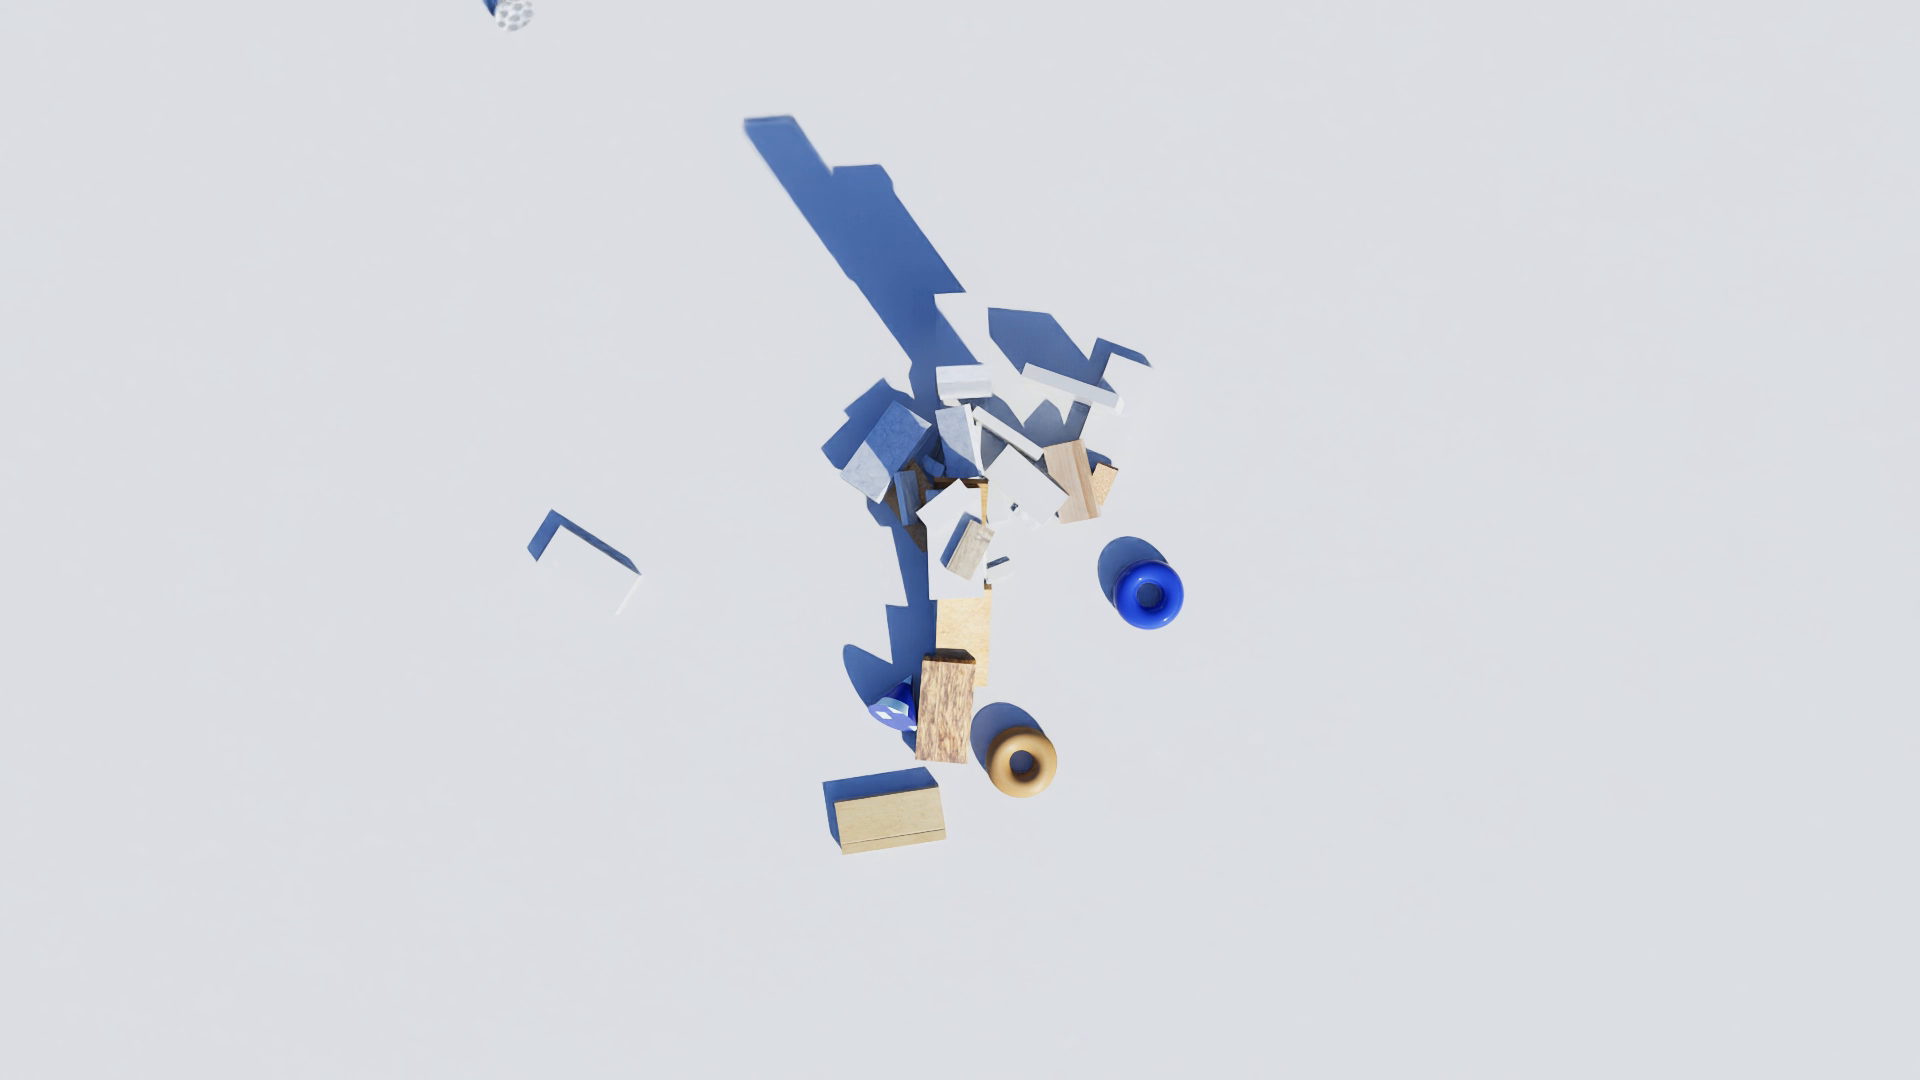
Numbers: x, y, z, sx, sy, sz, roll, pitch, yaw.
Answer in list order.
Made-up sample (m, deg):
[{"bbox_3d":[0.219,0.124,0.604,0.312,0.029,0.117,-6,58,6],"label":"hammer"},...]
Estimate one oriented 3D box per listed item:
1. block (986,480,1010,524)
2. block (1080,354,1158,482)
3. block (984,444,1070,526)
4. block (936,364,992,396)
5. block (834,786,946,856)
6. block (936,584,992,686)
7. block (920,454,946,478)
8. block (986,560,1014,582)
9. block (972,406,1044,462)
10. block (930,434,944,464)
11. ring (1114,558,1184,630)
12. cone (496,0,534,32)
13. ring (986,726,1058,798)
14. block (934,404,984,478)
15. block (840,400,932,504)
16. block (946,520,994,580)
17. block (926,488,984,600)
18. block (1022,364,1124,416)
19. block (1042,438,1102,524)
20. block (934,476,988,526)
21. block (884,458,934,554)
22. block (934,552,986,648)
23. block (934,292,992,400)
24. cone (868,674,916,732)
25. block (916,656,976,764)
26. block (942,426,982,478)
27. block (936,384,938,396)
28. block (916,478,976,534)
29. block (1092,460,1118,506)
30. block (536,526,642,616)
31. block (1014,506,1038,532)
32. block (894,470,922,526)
[{"bbox_3d":[0.115,-0.128,5.490,0.071,0.020,0.142,-13,90,0],"label":"block"},{"bbox_3d":[0.507,-0.406,5.477,0.162,0.046,0.395,21,90,0],"label":"block"},{"bbox_3d":[0.220,-0.181,5.441,0.263,0.037,0.131,41,101,5],"label":"block"},{"bbox_3d":[0.013,-0.481,4.967,0.162,0.325,0.046,-3,88,0],"label":"block"},{"bbox_3d":[-0.229,0.929,5.475,0.348,0.049,0.174,-9,90,0],"label":"block"},{"bbox_3d":[0.010,0.311,5.410,0.174,0.049,0.348,2,112,-1],"label":"block"},{"bbox_3d":[-0.089,-0.242,5.457,0.092,0.013,0.046,32,101,29],"label":"block"},{"bbox_3d":[0.132,0.105,5.493,0.092,0.013,0.046,-22,90,0],"label":"block"},{"bbox_3d":[0.155,-0.349,5.434,0.263,0.131,0.037,34,90,0],"label":"block"},{"bbox_3d":[-0.050,-0.307,5.490,0.071,0.020,0.172,22,90,0],"label":"block"},{"bbox_3d":[0.625,0.181,5.462,0.237,0.079,0.237,0,91,1],"label":"ring"},{"bbox_3d":[-1.505,-1.783,5.471,0.131,0.131,0.131,-36,63,0],"label":"cone"},{"bbox_3d":[0.204,0.735,5.461,0.238,0.079,0.238,0,91,-1],"label":"ring"},{"bbox_3d":[-0.001,-0.318,5.393,0.118,0.034,0.237,-8,96,35],"label":"block"},{"bbox_3d":[-0.243,-0.292,5.443,0.155,0.044,0.311,34,84,16],"label":"block"},{"bbox_3d":[0.033,0.033,5.256,0.087,0.025,0.177,27,92,-2],"label":"block"},{"bbox_3d":[-0.016,0.011,5.291,0.175,0.050,0.350,-2,93,-1],"label":"block"},{"bbox_3d":[0.371,-0.491,5.387,0.325,0.162,0.046,20,90,12],"label":"block"},{"bbox_3d":[0.370,-0.193,5.443,0.131,0.037,0.263,-11,98,20],"label":"block"},{"bbox_3d":[-0.006,-0.029,5.386,0.175,0.050,0.350,2,111,-3],"label":"block"},{"bbox_3d":[-0.150,-0.128,5.478,0.155,0.044,0.311,-35,90,0],"label":"block"},{"bbox_3d":[0.000,0.184,5.413,0.175,0.050,0.350,-1,112,0],"label":"block"},{"bbox_3d":[0.011,-0.607,5.153,0.162,0.046,0.324,-3,90,0],"label":"block"},{"bbox_3d":[-0.191,0.516,5.461,0.173,0.173,0.173,24,63,0],"label":"cone"},{"bbox_3d":[-0.048,0.560,5.432,0.174,0.049,0.348,5,105,0],"label":"block"},{"bbox_3d":[0.004,-0.262,5.468,0.118,0.034,0.237,2,93,-9],"label":"block"},{"bbox_3d":[0.004,-0.501,5.338,0.162,0.324,0.046,0,90,0],"label":"block"},{"bbox_3d":[-0.045,-0.107,5.248,0.175,0.025,0.087,-38,93,1],"label":"block"},{"bbox_3d":[0.465,-0.186,5.456,0.071,0.020,0.142,22,120,-1],"label":"block"},{"bbox_3d":[-1.233,0.100,5.478,0.311,0.044,0.155,33,90,0],"label":"block"},{"bbox_3d":[0.226,-0.078,5.493,0.092,0.013,0.046,43,90,0],"label":"block"},{"bbox_3d":[-0.168,-0.139,5.413,0.025,0.087,0.175,-10,90,35],"label":"block"}]
